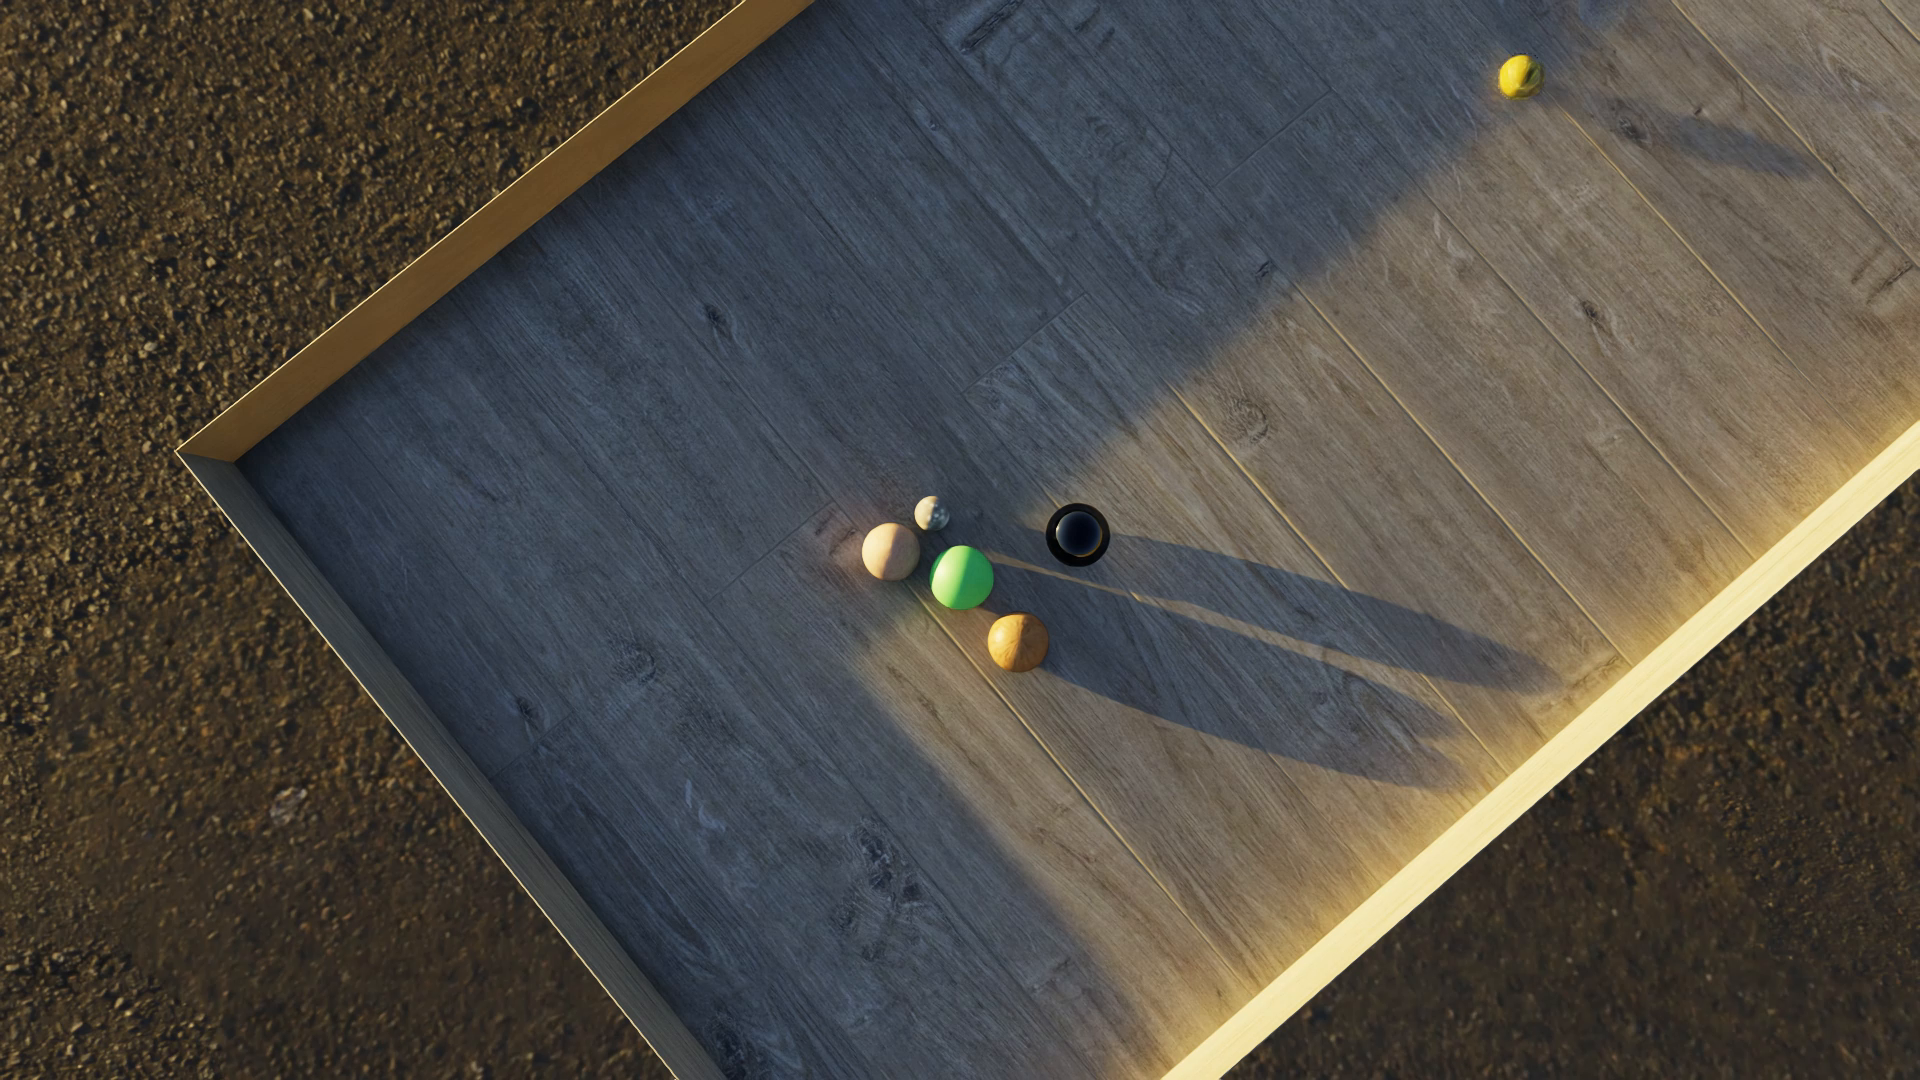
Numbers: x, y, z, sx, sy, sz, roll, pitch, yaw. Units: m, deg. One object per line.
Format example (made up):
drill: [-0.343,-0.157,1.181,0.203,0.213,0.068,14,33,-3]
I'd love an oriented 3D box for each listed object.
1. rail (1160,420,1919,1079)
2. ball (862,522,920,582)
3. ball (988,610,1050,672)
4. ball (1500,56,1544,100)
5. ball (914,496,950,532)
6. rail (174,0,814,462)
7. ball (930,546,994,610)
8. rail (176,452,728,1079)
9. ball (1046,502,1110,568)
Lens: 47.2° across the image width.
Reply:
rail: [1.128,0.096,3.226,3.198,0.125,0.045,-40,84,-5]
ball: [-0.102,0.018,3.257,0.087,0.087,0.087,0,82,0]
ball: [0.086,0.150,3.236,0.091,0.091,0.091,0,82,0]
ball: [0.862,-0.710,3.374,0.067,0.067,0.067,0,82,0]
ball: [-0.041,-0.039,3.283,0.053,0.053,0.053,0,82,0]
rail: [0.097,-1.119,3.404,3.198,0.125,0.045,-40,84,-5]
ball: [0.002,0.056,3.247,0.096,0.096,0.096,0,82,0]
rail: [-0.594,0.490,3.168,0.045,0.125,1.651,-40,84,-5]
ball: [0.175,-0.007,3.256,0.096,0.096,0.096,0,82,0]
